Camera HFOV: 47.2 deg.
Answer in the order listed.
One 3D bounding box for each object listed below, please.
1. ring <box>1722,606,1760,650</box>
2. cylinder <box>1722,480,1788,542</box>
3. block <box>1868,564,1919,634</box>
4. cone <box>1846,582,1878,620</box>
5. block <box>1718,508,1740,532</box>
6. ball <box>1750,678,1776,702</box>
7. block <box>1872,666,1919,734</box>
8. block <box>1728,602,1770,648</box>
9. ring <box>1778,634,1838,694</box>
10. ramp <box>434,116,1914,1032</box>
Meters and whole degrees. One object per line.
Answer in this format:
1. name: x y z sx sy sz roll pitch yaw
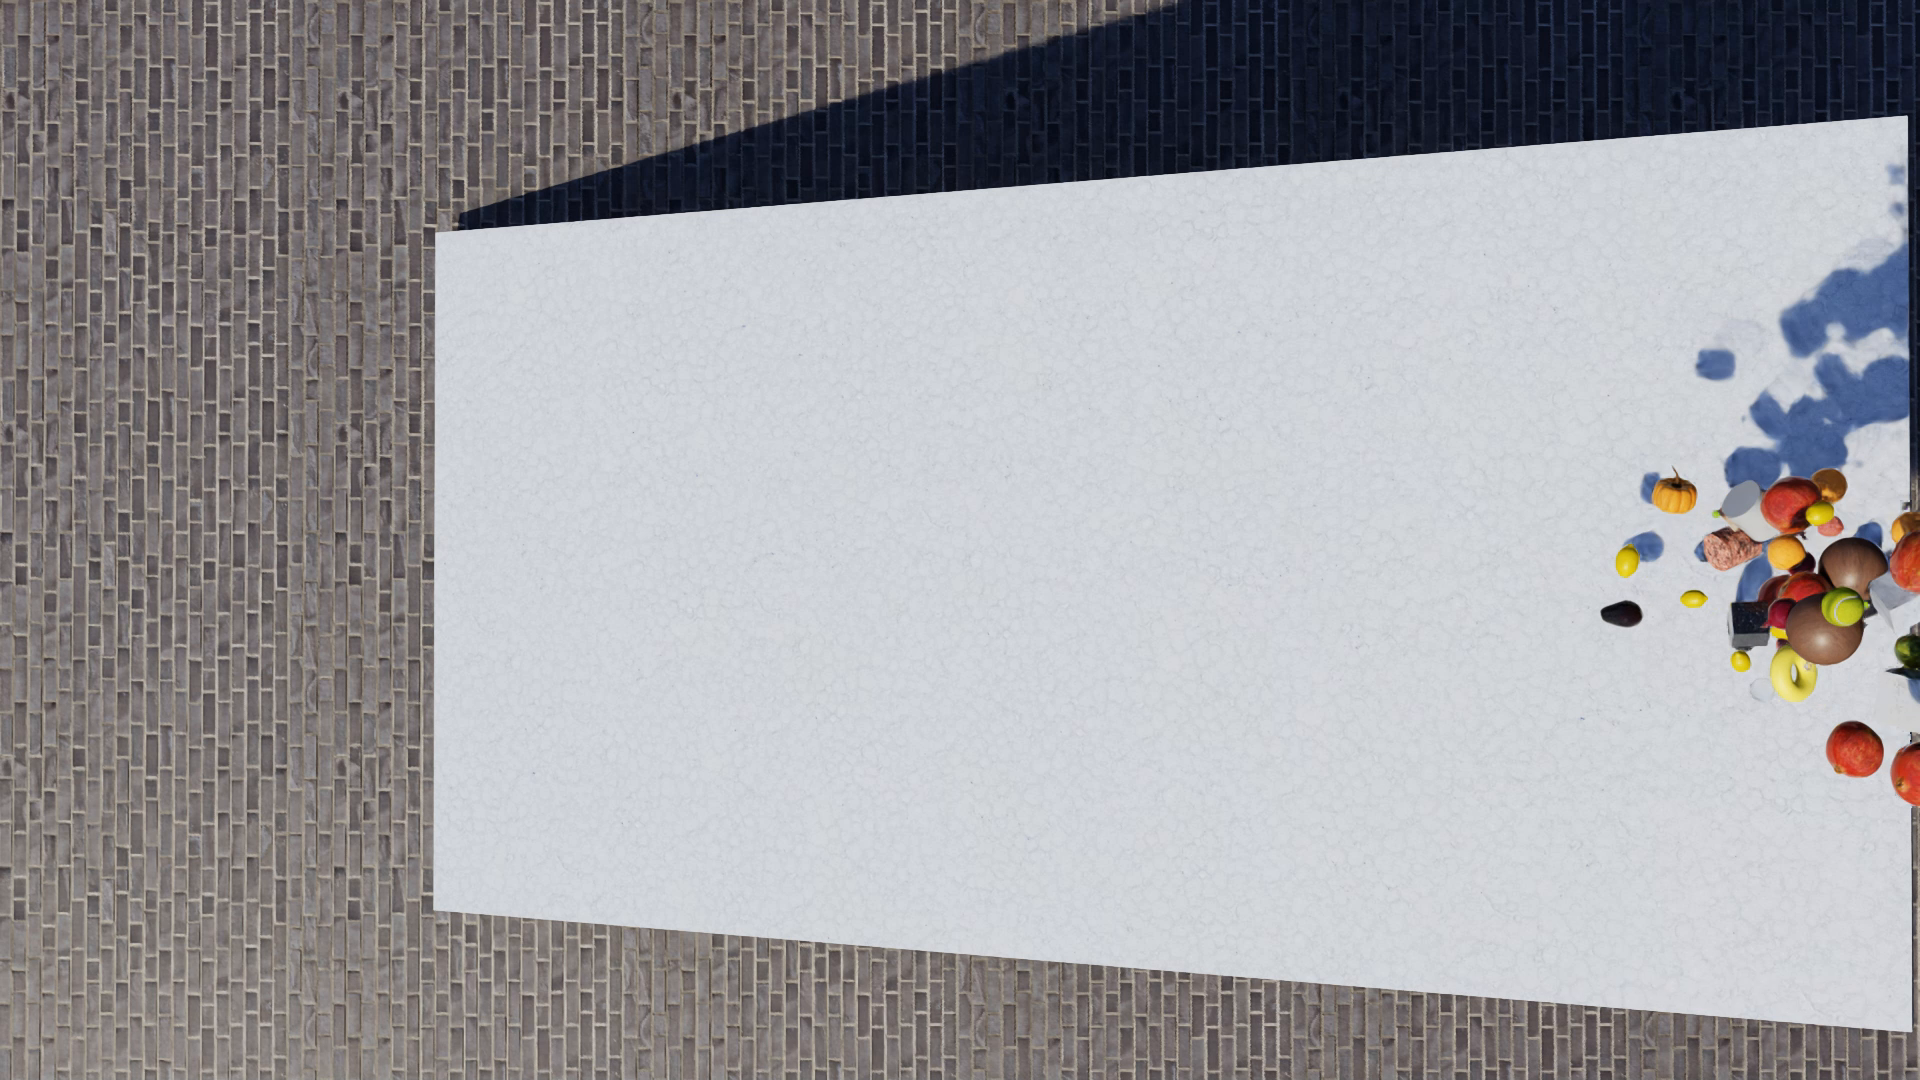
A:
1. ring: 1.719 0.190 4.821 0.037 0.111 0.111 -17 89 -30
2. cylinder: 1.579 -0.057 4.370 0.087 0.087 0.087 35 89 -22
3. block: 1.707 0.107 3.993 0.075 0.075 0.075 -29 134 8
4. cone: 1.950 0.157 4.783 0.092 0.092 0.092 46 69 0
5. block: 1.650 -0.061 4.642 0.057 0.057 0.057 56 132 19
6. ball: 1.726 0.322 4.729 0.053 0.053 0.053 0 89 0
7. block: 1.760 0.295 4.058 0.095 0.095 0.095 -3 104 -40
8. block: 1.581 0.169 4.406 0.069 0.069 0.069 -2 65 14
9. ring: 1.789 0.261 4.635 0.127 0.042 0.127 0 95 1
10. ramp: 0.282 0.082 5.690 4.000 0.100 2.000 0 89 25
